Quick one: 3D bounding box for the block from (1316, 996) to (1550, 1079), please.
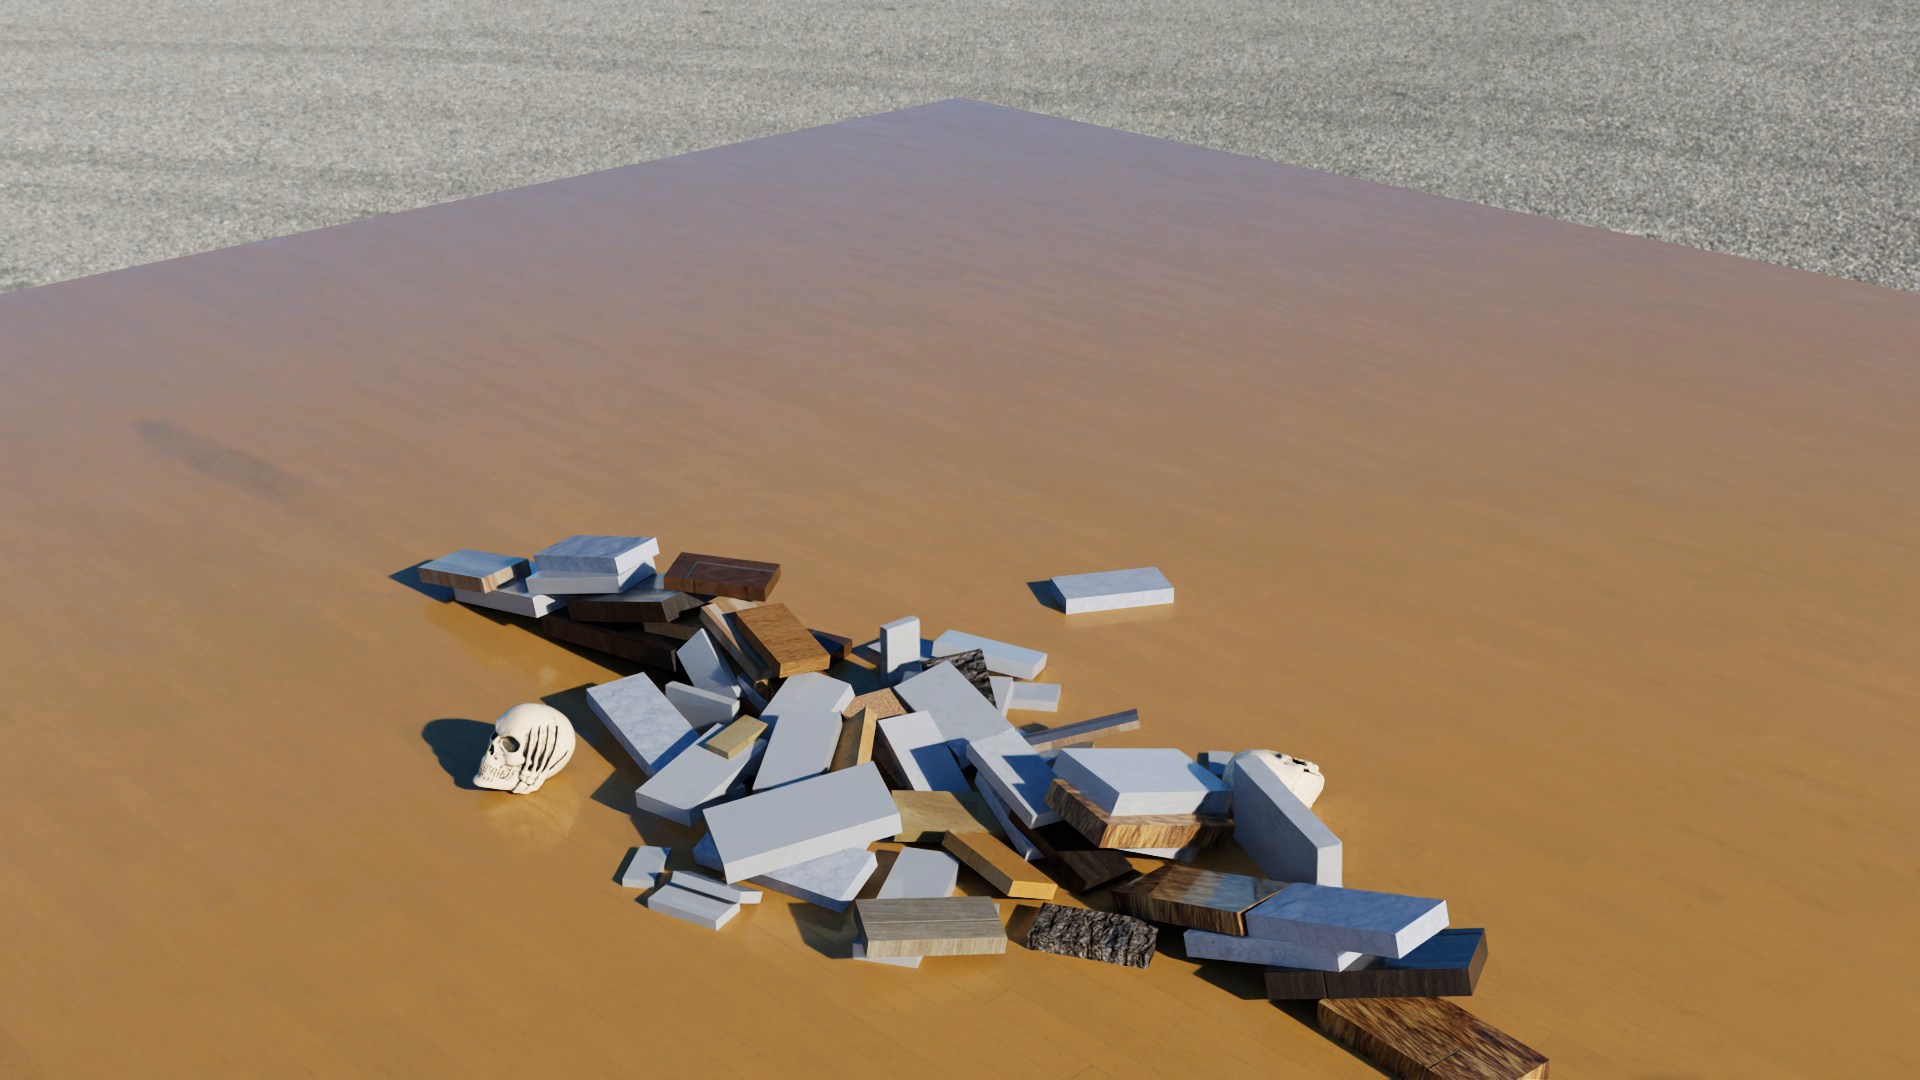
[{"bbox_3d":[0.793,0.846,3.703,0.176,0.050,0.352,-17,29,-35],"label":"block"}]

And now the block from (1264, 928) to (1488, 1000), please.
[{"bbox_3d":[0.724,0.736,3.820,0.352,0.050,0.176,-6,10,24],"label":"block"}]

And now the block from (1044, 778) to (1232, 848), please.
[{"bbox_3d":[0.347,0.531,4.263,0.347,0.049,0.174,7,20,-41],"label":"block"}]

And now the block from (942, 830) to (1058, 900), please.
[{"bbox_3d":[0.075,0.620,4.206,0.112,0.032,0.224,12,12,-39],"label":"block"}]

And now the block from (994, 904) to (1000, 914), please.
[{"bbox_3d":[0.033,0.712,4.058,0.065,0.018,0.131,3,23,6],"label":"block"}]

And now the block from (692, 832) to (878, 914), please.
[{"bbox_3d":[-0.338,0.611,4.222,0.342,0.036,0.128,14,45,28],"label":"block"}]

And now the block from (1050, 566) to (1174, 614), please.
[{"bbox_3d":[0.374,0.123,5.421,0.275,0.039,0.137,-6,24,-13],"label":"block"}]

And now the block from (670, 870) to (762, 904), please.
[{"bbox_3d":[-0.459,0.654,4.146,0.155,0.022,0.077,12,-3,26],"label":"block"}]

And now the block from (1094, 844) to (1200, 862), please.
[{"bbox_3d":[0.343,0.569,4.279,0.224,0.032,0.112,13,17,-25],"label":"block"}]

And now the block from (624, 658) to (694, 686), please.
[{"bbox_3d":[-0.827,0.233,5.191,0.059,0.017,0.647,-21,30,-40],"label":"block"}]

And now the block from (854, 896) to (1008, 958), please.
[{"bbox_3d":[-0.055,0.699,3.981,0.256,0.036,0.128,1,26,-15],"label":"block"}]

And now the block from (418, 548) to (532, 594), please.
[{"bbox_3d":[-1.189,0.075,5.382,0.276,0.039,0.138,7,24,43],"label":"block"}]

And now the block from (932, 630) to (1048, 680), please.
[{"bbox_3d":[0.068,0.262,5.038,0.240,0.034,0.120,13,15,14],"label":"block"}]

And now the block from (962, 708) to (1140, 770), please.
[{"bbox_3d":[0.178,0.417,4.583,0.399,0.017,0.062,-14,18,5],"label":"block"}]

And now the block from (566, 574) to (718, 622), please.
[{"bbox_3d":[-0.726,0.131,5.054,0.353,0.050,0.176,-1,20,44],"label":"block"}]

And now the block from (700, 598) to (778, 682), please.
[{"bbox_3d":[-0.458,0.214,4.813,0.117,0.033,0.235,-16,45,-35],"label":"block"}]

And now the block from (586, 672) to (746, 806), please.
[{"bbox_3d":[-0.625,0.429,4.634,0.136,0.039,0.504,-16,33,-27],"label":"block"}]

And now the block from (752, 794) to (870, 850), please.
[{"bbox_3d":[-0.306,0.565,4.334,0.272,0.039,0.136,12,42,27],"label":"block"}]

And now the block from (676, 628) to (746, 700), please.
[{"bbox_3d":[-0.548,0.295,4.829,0.026,0.091,0.182,0,53,-54],"label":"block"}]

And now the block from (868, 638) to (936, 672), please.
[{"bbox_3d":[-0.084,0.283,5.050,0.122,0.035,0.255,-19,30,-38],"label":"block"}]

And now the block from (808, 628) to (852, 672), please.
[{"bbox_3d":[-0.364,0.277,5.064,0.122,0.035,0.244,12,26,27],"label":"block"}]

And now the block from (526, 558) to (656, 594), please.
[{"bbox_3d":[-0.867,0.083,5.162,0.276,0.039,0.138,-1,19,30],"label":"block"}]

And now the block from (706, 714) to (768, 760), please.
[{"bbox_3d":[-0.459,0.405,4.527,0.062,0.017,0.123,19,36,32],"label":"block"}]

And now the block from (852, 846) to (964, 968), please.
[{"bbox_3d":[-0.093,0.682,4.109,0.120,0.034,0.345,6,24,13],"label":"block"}]

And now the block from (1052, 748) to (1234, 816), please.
[{"bbox_3d":[0.363,0.471,4.301,0.347,0.049,0.174,5,21,-44],"label":"block"}]

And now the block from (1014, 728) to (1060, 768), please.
[{"bbox_3d":[0.133,0.443,4.611,0.086,0.024,0.229,-24,20,-24],"label":"block"}]

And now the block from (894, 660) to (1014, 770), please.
[{"bbox_3d":[-0.013,0.367,4.651,0.137,0.039,0.275,-26,40,-20],"label":"block"}]

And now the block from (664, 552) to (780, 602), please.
[{"bbox_3d":[-0.533,0.082,4.936,0.235,0.033,0.117,7,29,11],"label":"block"}]

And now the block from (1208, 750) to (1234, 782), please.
[{"bbox_3d":[0.547,0.475,4.622,0.051,0.015,0.103,3,23,7],"label":"block"}]

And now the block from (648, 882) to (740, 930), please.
[{"bbox_3d":[-0.499,0.684,4.121,0.155,0.022,0.077,12,26,26],"label":"block"}]

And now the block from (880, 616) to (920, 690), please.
[{"bbox_3d":[-0.132,0.266,4.900,0.091,0.182,0.026,-17,28,-35],"label":"block"}]
